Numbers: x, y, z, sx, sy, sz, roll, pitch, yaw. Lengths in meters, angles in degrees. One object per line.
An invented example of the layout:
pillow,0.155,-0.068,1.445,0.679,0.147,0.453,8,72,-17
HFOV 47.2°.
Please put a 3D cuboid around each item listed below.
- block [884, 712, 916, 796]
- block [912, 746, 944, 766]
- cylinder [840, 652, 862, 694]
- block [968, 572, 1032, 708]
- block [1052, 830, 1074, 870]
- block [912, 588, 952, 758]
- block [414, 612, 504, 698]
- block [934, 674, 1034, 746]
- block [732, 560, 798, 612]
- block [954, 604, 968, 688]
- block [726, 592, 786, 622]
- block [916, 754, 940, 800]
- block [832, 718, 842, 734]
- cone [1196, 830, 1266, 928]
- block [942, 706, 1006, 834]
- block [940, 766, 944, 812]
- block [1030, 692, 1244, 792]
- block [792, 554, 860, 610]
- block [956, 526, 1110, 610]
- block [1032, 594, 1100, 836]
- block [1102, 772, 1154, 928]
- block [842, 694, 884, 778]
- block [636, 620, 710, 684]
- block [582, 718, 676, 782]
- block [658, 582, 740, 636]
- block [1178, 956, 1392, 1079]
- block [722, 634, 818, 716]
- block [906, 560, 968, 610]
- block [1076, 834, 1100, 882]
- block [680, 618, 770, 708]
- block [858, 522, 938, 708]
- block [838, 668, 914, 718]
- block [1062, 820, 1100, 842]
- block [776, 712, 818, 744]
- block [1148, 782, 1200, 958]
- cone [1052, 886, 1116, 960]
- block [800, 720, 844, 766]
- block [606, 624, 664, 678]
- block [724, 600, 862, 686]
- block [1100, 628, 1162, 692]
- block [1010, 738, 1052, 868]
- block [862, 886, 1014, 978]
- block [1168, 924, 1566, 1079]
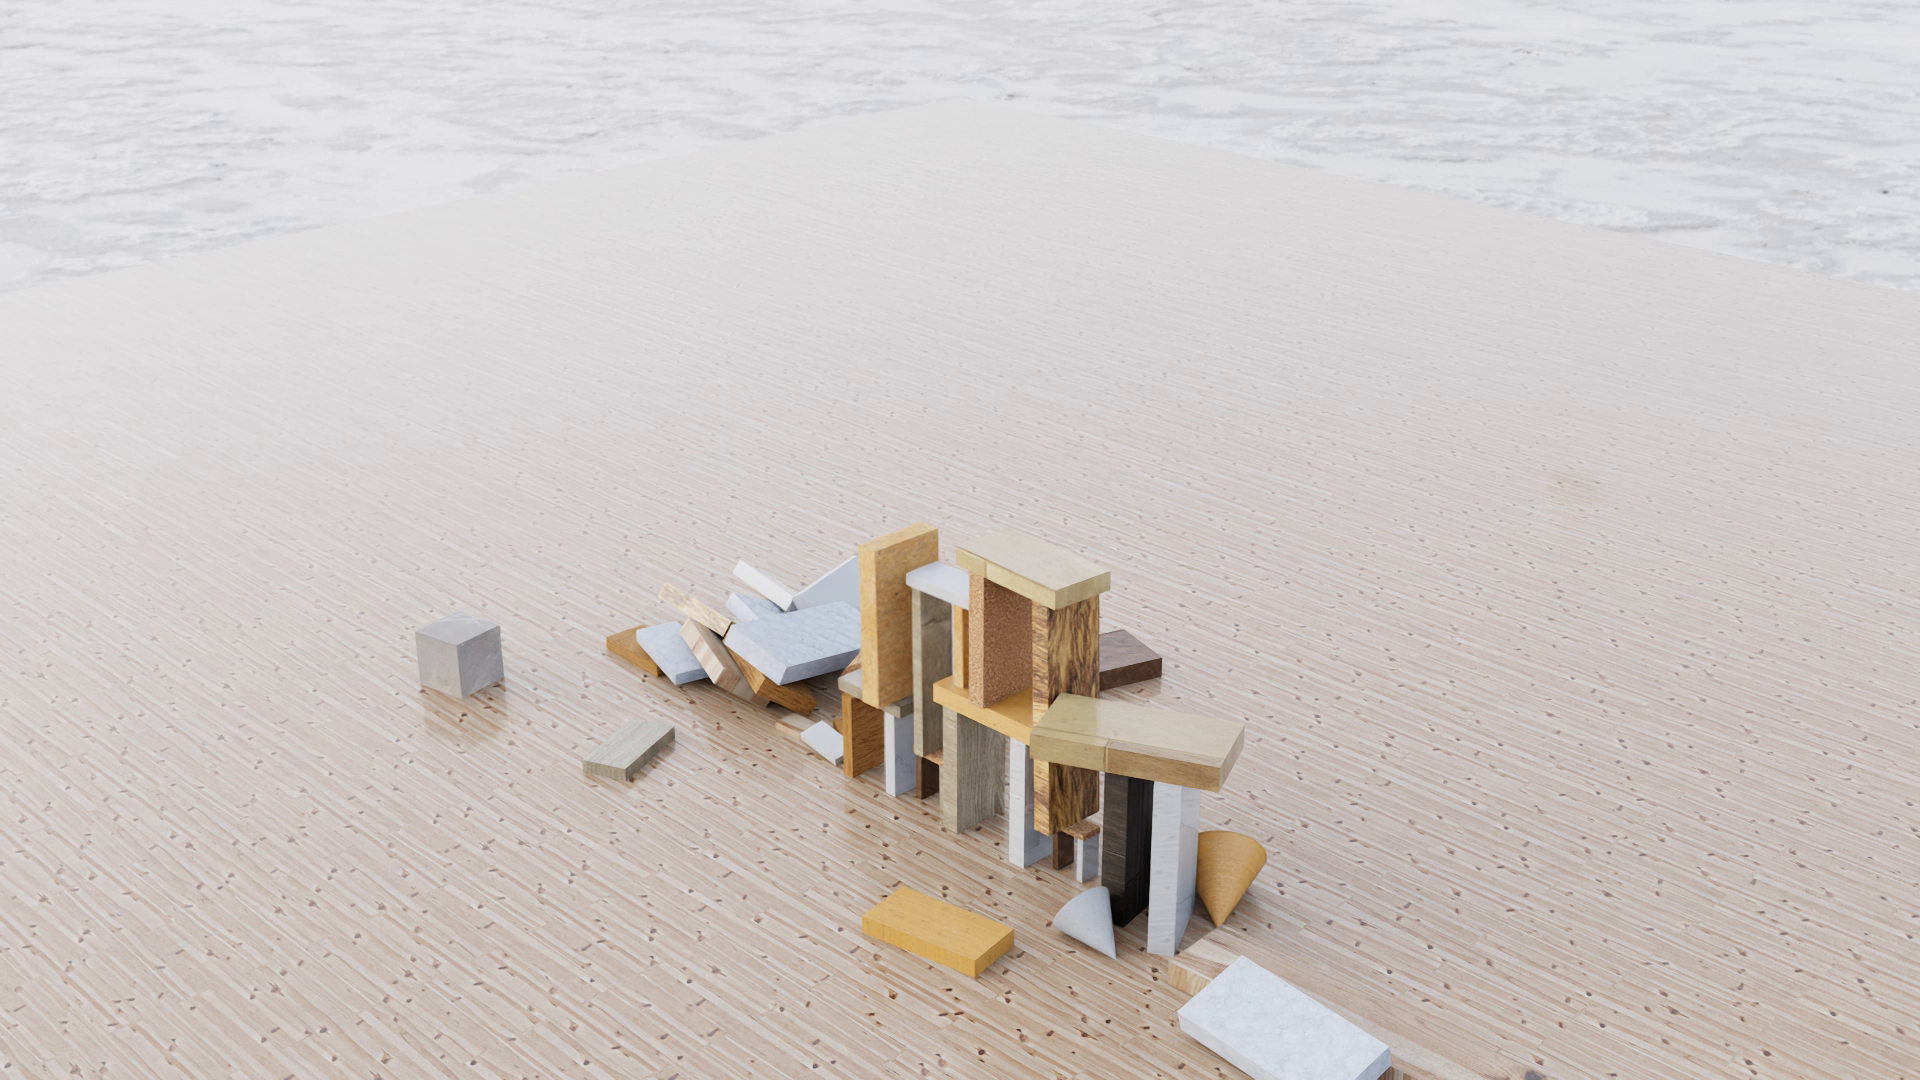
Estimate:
block,-0.110,0.426,4.519,0.093,0.186,0.026,-21,31,-40
block,-0.042,0.432,4.461,0.103,0.015,0.051,21,31,41
cylinder,-0.189,0.304,4.890,0.121,0.121,0.121,8,24,18
block,0.079,0.172,4.204,0.138,0.275,0.039,-21,31,-41
block,0.200,0.589,4.255,0.046,0.093,0.013,-21,29,-40
block,-0.054,0.253,4.394,0.024,0.367,0.086,21,31,41
block,-1.133,0.259,4.981,0.132,0.132,0.132,15,27,31
block,0.093,0.317,4.263,0.137,0.039,0.274,-21,31,-40
block,-0.429,0.133,5.304,0.132,0.037,0.265,31,-1,-40
block,0.027,0.195,4.281,0.086,0.172,0.024,-21,30,-41
block,-0.422,0.211,5.096,0.132,0.037,0.265,17,16,-42
block,-0.066,0.477,4.506,0.015,0.103,0.051,21,31,41
block,-0.231,0.418,4.754,0.059,0.017,0.119,-7,24,-15
cone,0.487,0.659,4.112,0.166,0.166,0.166,3,50,8
block,0.029,0.436,4.383,0.039,0.274,0.137,21,31,41
block,-0.018,0.496,4.461,0.015,0.103,0.051,21,31,41
block,0.319,0.361,3.952,0.349,0.049,0.175,9,24,19
block,-0.288,0.142,5.256,0.037,0.132,0.265,-23,8,35
block,0.134,0.051,4.085,0.138,0.039,0.275,-18,29,-37
block,0.200,0.314,4.132,0.138,0.482,0.039,-20,28,-39
block,0.331,0.523,4.080,0.049,0.349,0.175,15,27,31
block,-0.202,0.394,4.593,0.026,0.186,0.093,20,30,39
block,-0.651,0.258,5.040,0.103,0.029,0.206,-13,34,-31
block,-0.703,0.444,4.676,0.103,0.029,0.206,9,25,21
block,-0.577,0.186,5.173,0.283,0.040,0.141,26,-3,46
block,0.538,0.831,3.670,0.162,0.046,0.325,-35,40,-27
block,-0.427,0.293,4.927,0.141,0.040,0.283,27,10,-29
block,-0.015,0.088,4.281,0.172,0.024,0.086,21,31,40
block,0.245,0.606,4.213,0.046,0.093,0.013,-21,31,-41
block,-0.528,0.276,4.962,0.141,0.040,0.283,30,7,-31
block,-0.120,0.151,4.420,0.171,0.343,0.049,-21,30,-40
block,-0.153,0.310,4.519,0.093,0.026,0.186,-21,31,-40
block,0.219,0.547,4.214,0.046,0.013,0.093,-20,28,-39
block,-0.338,0.411,4.771,0.119,0.017,0.059,21,31,40
block,0.391,0.559,3.995,0.049,0.349,0.175,7,24,17
cone,0.252,0.717,4.001,0.122,0.122,0.122,-15,54,-31
block,-0.280,0.432,4.686,0.059,0.017,0.119,-30,43,-30
block,-0.722,0.257,5.117,0.103,0.029,0.206,-19,30,-38
block,-0.333,0.229,4.975,0.171,0.049,0.420,35,24,25
block,0.269,0.290,5.014,0.343,0.049,0.171,-11,25,-25
block,0.158,0.487,4.264,0.039,0.274,0.137,21,31,41
block,-0.041,0.715,4.029,0.252,0.036,0.126,15,27,32
block,0.692,0.837,3.729,0.724,0.046,0.162,19,30,38
